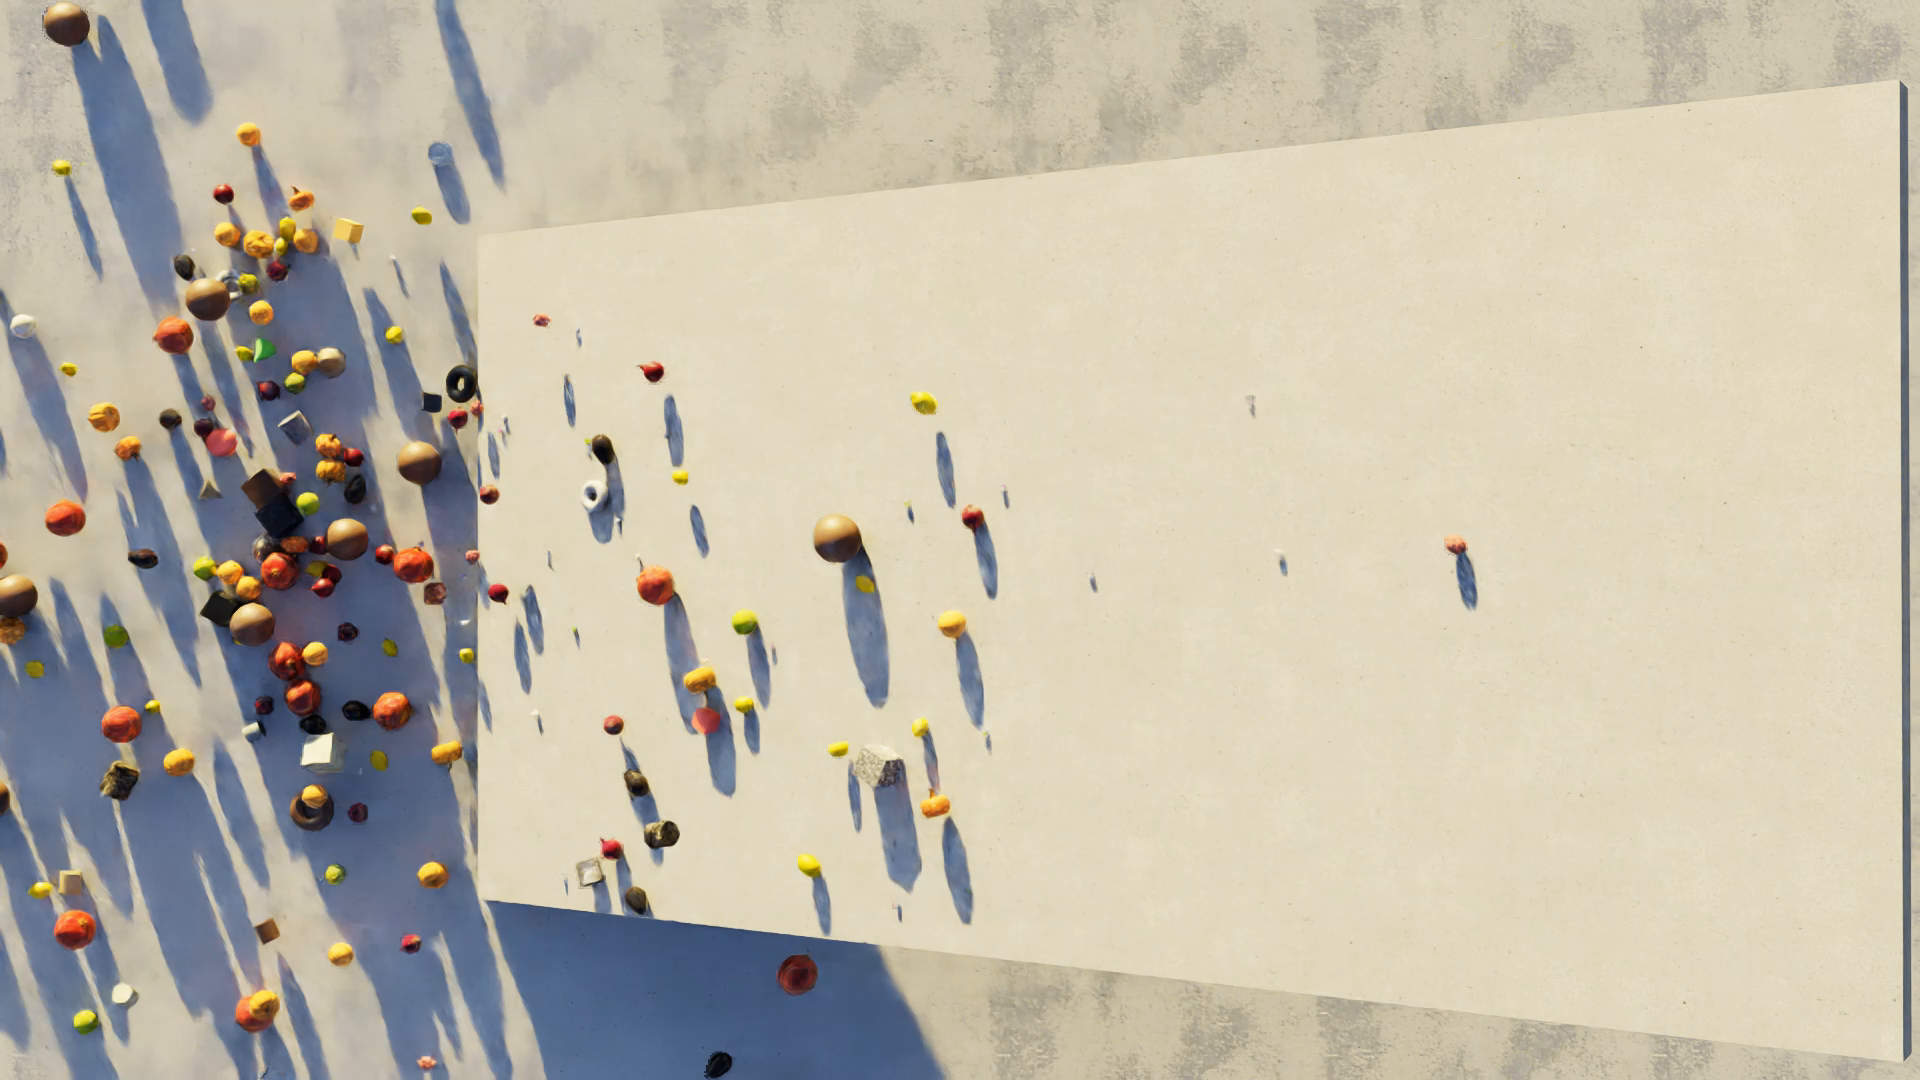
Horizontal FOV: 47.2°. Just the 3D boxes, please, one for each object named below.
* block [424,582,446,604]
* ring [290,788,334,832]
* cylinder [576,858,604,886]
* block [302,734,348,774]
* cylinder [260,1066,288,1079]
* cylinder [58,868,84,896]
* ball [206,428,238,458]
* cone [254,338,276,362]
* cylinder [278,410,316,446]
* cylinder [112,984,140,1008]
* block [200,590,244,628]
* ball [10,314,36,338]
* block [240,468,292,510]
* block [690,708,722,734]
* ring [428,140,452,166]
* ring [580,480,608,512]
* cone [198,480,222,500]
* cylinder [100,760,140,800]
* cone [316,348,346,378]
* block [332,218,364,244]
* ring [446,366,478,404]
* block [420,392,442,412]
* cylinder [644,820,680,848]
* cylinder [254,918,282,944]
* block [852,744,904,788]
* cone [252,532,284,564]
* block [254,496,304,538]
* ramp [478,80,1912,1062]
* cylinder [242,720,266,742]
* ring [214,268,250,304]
[{"bbox_3d":[-1.594,0.161,6.671,0.050,0.050,0.050,2,66,-32],"label":"block"},{"bbox_3d":[-1.969,0.819,6.686,0.135,0.045,0.135,0,86,1],"label":"ring"},{"bbox_3d":[-1.067,0.957,6.331,0.067,0.067,0.067,-17,79,0],"label":"cylinder"},{"bbox_3d":[-1.917,0.646,6.641,0.091,0.091,0.091,-6,63,13],"label":"block"},{"bbox_3d":[-2.084,1.638,6.672,0.060,0.060,0.060,29,90,1],"label":"cylinder"},{"bbox_3d":[-2.699,1.039,6.676,0.063,0.063,0.063,13,103,0],"label":"cylinder"},{"bbox_3d":[-2.242,-0.295,6.674,0.090,0.090,0.090,0,89,0],"label":"ball"},{"bbox_3d":[-2.120,-0.561,6.663,0.070,0.070,0.070,24,52,0],"label":"cone"},{"bbox_3d":[-2.008,-0.339,6.660,0.075,0.075,0.075,-34,111,0],"label":"cylinder"},{"bbox_3d":[-2.507,1.369,6.606,0.060,0.060,0.060,-1,65,3],"label":"cylinder"},{"bbox_3d":[-2.240,0.210,6.675,0.080,0.080,0.080,31,90,0],"label":"block"},{"bbox_3d":[-2.847,-0.649,6.686,0.072,0.072,0.072,0,89,0],"label":"ball"},{"bbox_3d":[-2.105,-0.152,6.672,0.091,0.091,0.091,-38,89,0],"label":"block"},{"bbox_3d":[-0.706,0.503,6.118,0.052,0.052,0.052,29,105,30],"label":"block"},{"bbox_3d":[-1.588,-1.182,6.714,0.078,0.026,0.078,0,89,1],"label":"ring"},{"bbox_3d":[-1.058,-0.127,6.362,0.097,0.032,0.097,0,91,33],"label":"ring"},{"bbox_3d":[-2.276,-0.140,6.701,0.067,0.067,0.067,28,90,-25],"label":"cone"},{"bbox_3d":[-2.546,0.729,6.662,0.087,0.087,0.087,30,91,0],"label":"cylinder"},{"bbox_3d":[-1.922,-0.543,6.674,0.095,0.095,0.095,0,89,0],"label":"cone"},{"bbox_3d":[-1.853,-0.937,6.665,0.058,0.058,0.058,21,99,18],"label":"block"},{"bbox_3d":[-1.508,-0.471,6.650,0.117,0.039,0.117,-1,88,32],"label":"ring"},{"bbox_3d":[-1.606,-0.418,6.678,0.054,0.054,0.054,5,96,-23],"label":"block"},{"bbox_3d":[-0.801,0.790,5.897,0.068,0.068,0.068,-13,89,39],"label":"cylinder"},{"bbox_3d":[-2.098,1.185,6.663,0.060,0.060,0.060,-28,91,0],"label":"cylinder"},{"bbox_3d":[-0.216,0.595,5.786,0.082,0.082,0.082,30,105,29],"label":"block"},{"bbox_3d":[-2.113,0.025,6.667,0.099,0.099,0.099,0,89,0],"label":"cone"},{"bbox_3d":[-2.064,-0.069,6.672,0.091,0.091,0.091,-38,90,0],"label":"block"},{"bbox_3d":[0.258,0.071,5.595,4.000,0.100,2.000,0,89,33],"label":"ramp"},{"bbox_3d":[-2.145,0.584,6.686,0.051,0.051,0.051,-24,90,0],"label":"cylinder"},{"bbox_3d":[-2.218,-0.773,6.705,0.110,0.037,0.110,0,90,0],"label":"ring"}]
